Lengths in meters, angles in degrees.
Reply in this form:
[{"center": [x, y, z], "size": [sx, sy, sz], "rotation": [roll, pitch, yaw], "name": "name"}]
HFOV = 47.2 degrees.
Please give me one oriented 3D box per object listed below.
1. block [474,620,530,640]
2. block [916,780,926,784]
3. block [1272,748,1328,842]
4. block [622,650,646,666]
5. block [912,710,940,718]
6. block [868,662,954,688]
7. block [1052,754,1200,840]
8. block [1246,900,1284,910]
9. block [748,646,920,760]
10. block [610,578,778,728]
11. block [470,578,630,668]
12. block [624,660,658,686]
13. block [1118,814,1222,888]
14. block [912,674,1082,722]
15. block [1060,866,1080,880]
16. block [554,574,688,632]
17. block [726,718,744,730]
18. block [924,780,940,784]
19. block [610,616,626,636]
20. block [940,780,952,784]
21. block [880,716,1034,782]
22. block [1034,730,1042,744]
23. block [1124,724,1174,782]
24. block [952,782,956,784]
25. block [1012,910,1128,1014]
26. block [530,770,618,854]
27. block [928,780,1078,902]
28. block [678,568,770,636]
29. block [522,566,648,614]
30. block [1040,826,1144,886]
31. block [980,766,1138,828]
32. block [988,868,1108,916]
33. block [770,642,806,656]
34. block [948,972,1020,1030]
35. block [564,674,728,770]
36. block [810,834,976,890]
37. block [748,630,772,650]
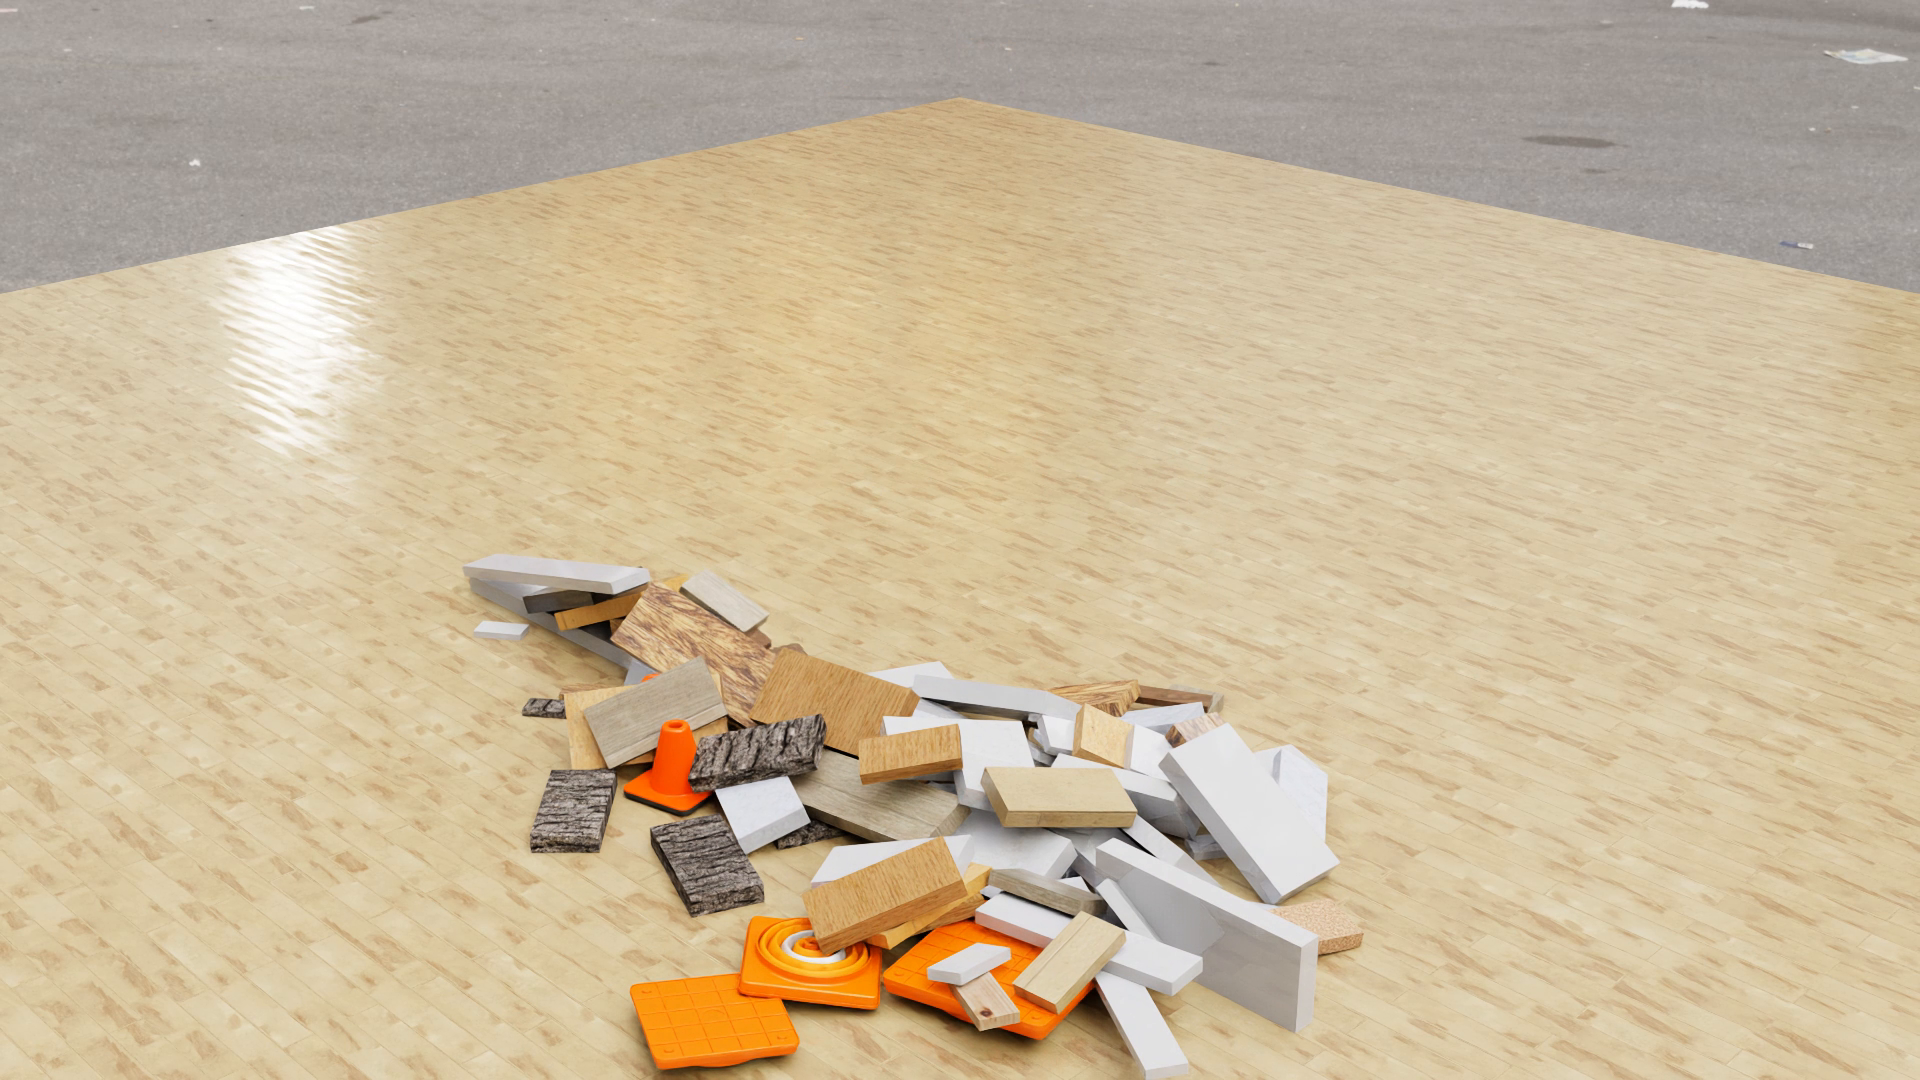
[{"center": [-1.090, 0.216, 5.231], "size": [0.116, 0.016, 0.058], "rotation": [4, 23, 10], "name": "block"}, {"center": [-0.148, 0.504, 4.397], "size": [0.164, 0.023, 0.082], "rotation": [-39, 37, -18], "name": "block"}, {"center": [0.677, 0.518, 4.396], "size": [0.111, 0.031, 0.222], "rotation": [30, 32, -7], "name": "block"}, {"center": [-0.601, 0.288, 4.968], "size": [0.310, 0.044, 0.155], "rotation": [26, 34, 32], "name": "block"}, {"center": [-0.075, 0.401, 4.506], "size": [0.122, 0.035, 0.245], "rotation": [-20, 23, -40], "name": "block"}, {"center": [-0.121, 0.322, 4.967], "size": [0.197, 0.028, 0.099], "rotation": [-9, 24, -19], "name": "block"}, {"center": [0.328, 0.508, 4.359], "size": [0.281, 0.140, 0.040], "rotation": [11, 57, 34], "name": "block"}, {"center": [0.552, 0.688, 4.101], "size": [0.098, 0.014, 0.049], "rotation": [7, 4, 15], "name": "block"}, {"center": [-0.261, 0.345, 4.529], "size": [0.333, 0.047, 0.167], "rotation": [16, 71, 32], "name": "block"}, {"center": [-0.487, 0.284, 4.682], "size": [0.518, 0.046, 0.163], "rotation": [31, 76, 15], "name": "block"}, {"center": [-0.927, 0.174, 5.296], "size": [0.659, 0.043, 0.153], "rotation": [21, 31, 40], "name": "block"}, {"center": [-0.699, 0.321, 4.920], "size": [0.129, 0.064, 0.018], "rotation": [22, 5, 41], "name": "block"}, {"center": [0.373, 0.584, 4.217], "size": [0.040, 0.140, 0.281], "rotation": [-49, 37, -5], "name": "block"}, {"center": [0.080, 0.345, 4.714], "size": [0.333, 0.047, 0.166], "rotation": [5, -12, 34], "name": "block"}, {"center": [0.173, 0.590, 4.285], "size": [0.095, 0.027, 0.191], "rotation": [-20, 42, -39], "name": "block"}, {"center": [-0.781, 0.144, 5.091], "size": [0.306, 0.043, 0.153], "rotation": [-13, 8, 40], "name": "block"}, {"center": [-0.476, 0.315, 4.719], "size": [0.326, 0.046, 0.163], "rotation": [25, 74, 13], "name": "block"}, {"center": [-0.040, 0.493, 4.475], "size": [0.245, 0.035, 0.122], "rotation": [36, 39, 31], "name": "block"}, {"center": [-0.631, 0.203, 4.966], "size": [0.310, 0.044, 0.155], "rotation": [12, 26, 42], "name": "block"}, {"center": [0.054, 0.530, 4.395], "size": [0.095, 0.027, 0.191], "rotation": [-16, 43, -37], "name": "block"}, {"center": [-0.006, 0.416, 4.355], "size": [0.285, 0.040, 0.143], "rotation": [3, 34, -14], "name": "block"}, {"center": [0.213, 0.410, 4.525], "size": [0.113, 0.016, 0.056], "rotation": [6, 13, -20], "name": "block"}, {"center": [0.456, 0.474, 4.421], "size": [0.260, 0.037, 0.130], "rotation": [23, 38, -9], "name": "block"}, {"center": [0.057, 0.492, 4.403], "size": [0.095, 0.027, 0.191], "rotation": [-18, 44, -39], "name": "block"}, {"center": [0.189, 0.724, 3.771], "size": [0.096, 0.027, 0.193], "rotation": [18, 46, 39], "name": "block"}, {"center": [-0.776, 0.544, 4.430], "size": [0.134, 0.038, 0.268], "rotation": [0, 23, -1], "name": "block"}, {"center": [0.032, 0.594, 4.202], "size": [0.348, 0.049, 0.174], "rotation": [19, 56, 37], "name": "block"}, {"center": [-0.522, 0.141, 4.866], "size": [0.184, 0.026, 0.092], "rotation": [35, 40, 16], "name": "block"}, {"center": [-0.883, 0.118, 5.166], "size": [0.153, 0.043, 0.306], "rotation": [-23, 10, -39], "name": "block"}, {"center": [0.230, 0.569, 4.265], "size": [0.140, 0.040, 0.281], "rotation": [-6, 33, -41], "name": "block"}, {"center": [0.187, 0.487, 4.171], "size": [0.269, 0.038, 0.135], "rotation": [3, 30, -23], "name": "block"}, {"center": [0.160, 0.637, 3.984], "size": [0.198, 0.028, 0.099], "rotation": [14, 3, 36], "name": "block"}, {"center": [-0.348, 0.301, 4.820], "size": [0.092, 0.026, 0.184], "rotation": [-12, 45, -37], "name": "block"}, {"center": [0.040, 0.778, 3.724], "size": [0.072, 0.021, 0.145], "rotation": [-8, 21, -20], "name": "block"}, {"center": [-0.654, 0.383, 4.601], "size": [0.326, 0.163, 0.046], "rotation": [-7, -6, -1], "name": "block"}, {"center": [-0.123, 0.607, 4.072], "size": [0.276, 0.039, 0.138], "rotation": [-8, 18, 19], "name": "block"}, {"center": [-0.511, 0.191, 4.855], "size": [0.184, 0.026, 0.092], "rotation": [42, 42, 24], "name": "block"}]
